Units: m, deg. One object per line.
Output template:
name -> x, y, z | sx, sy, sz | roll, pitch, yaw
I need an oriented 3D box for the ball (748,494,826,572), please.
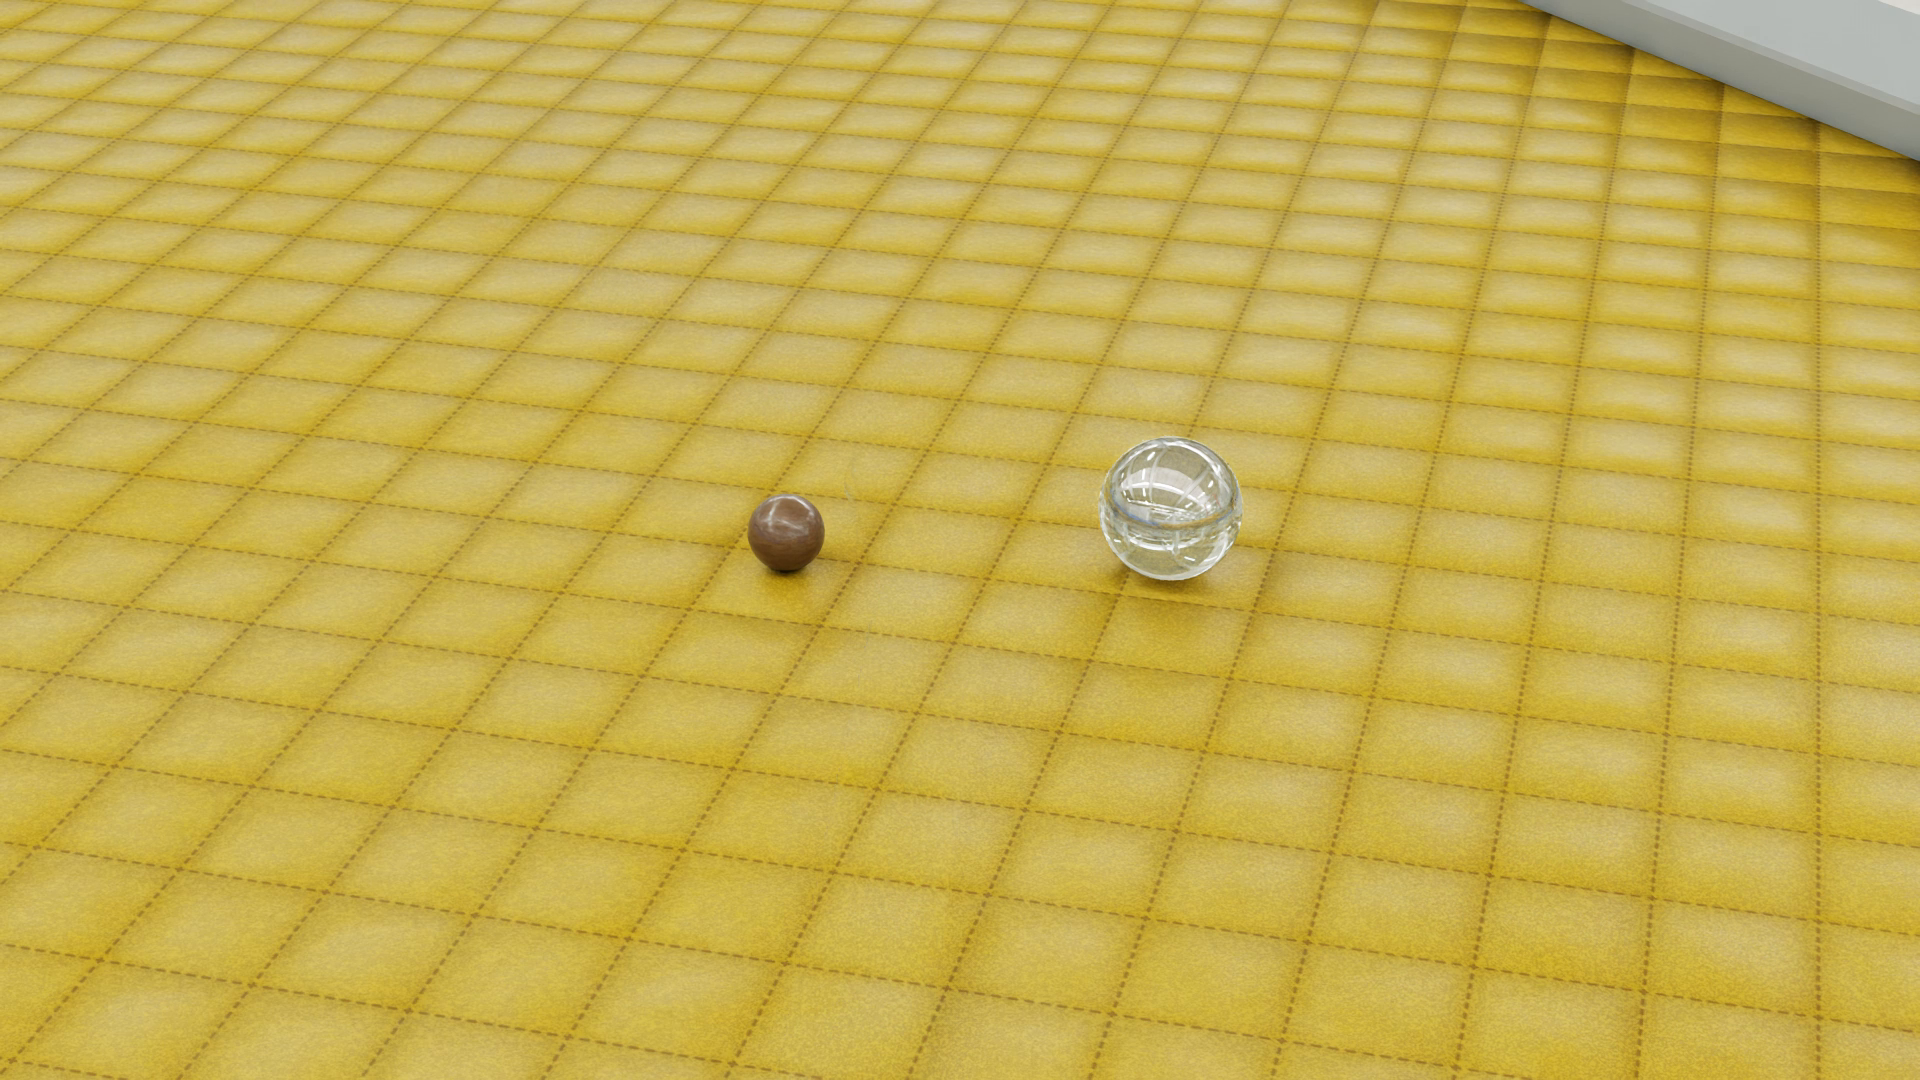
ball -> -0.115, -0.005, 1.942 | 0.052, 0.052, 0.052 | 0, 28, 0

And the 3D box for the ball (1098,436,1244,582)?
ball -> 0.138, -0.021, 1.925 | 0.095, 0.095, 0.095 | 0, 28, 0

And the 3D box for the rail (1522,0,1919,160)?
rail -> 0.437, -0.709, 3.200 | 0.045, 0.126, 4.163 | -15, 31, -27
